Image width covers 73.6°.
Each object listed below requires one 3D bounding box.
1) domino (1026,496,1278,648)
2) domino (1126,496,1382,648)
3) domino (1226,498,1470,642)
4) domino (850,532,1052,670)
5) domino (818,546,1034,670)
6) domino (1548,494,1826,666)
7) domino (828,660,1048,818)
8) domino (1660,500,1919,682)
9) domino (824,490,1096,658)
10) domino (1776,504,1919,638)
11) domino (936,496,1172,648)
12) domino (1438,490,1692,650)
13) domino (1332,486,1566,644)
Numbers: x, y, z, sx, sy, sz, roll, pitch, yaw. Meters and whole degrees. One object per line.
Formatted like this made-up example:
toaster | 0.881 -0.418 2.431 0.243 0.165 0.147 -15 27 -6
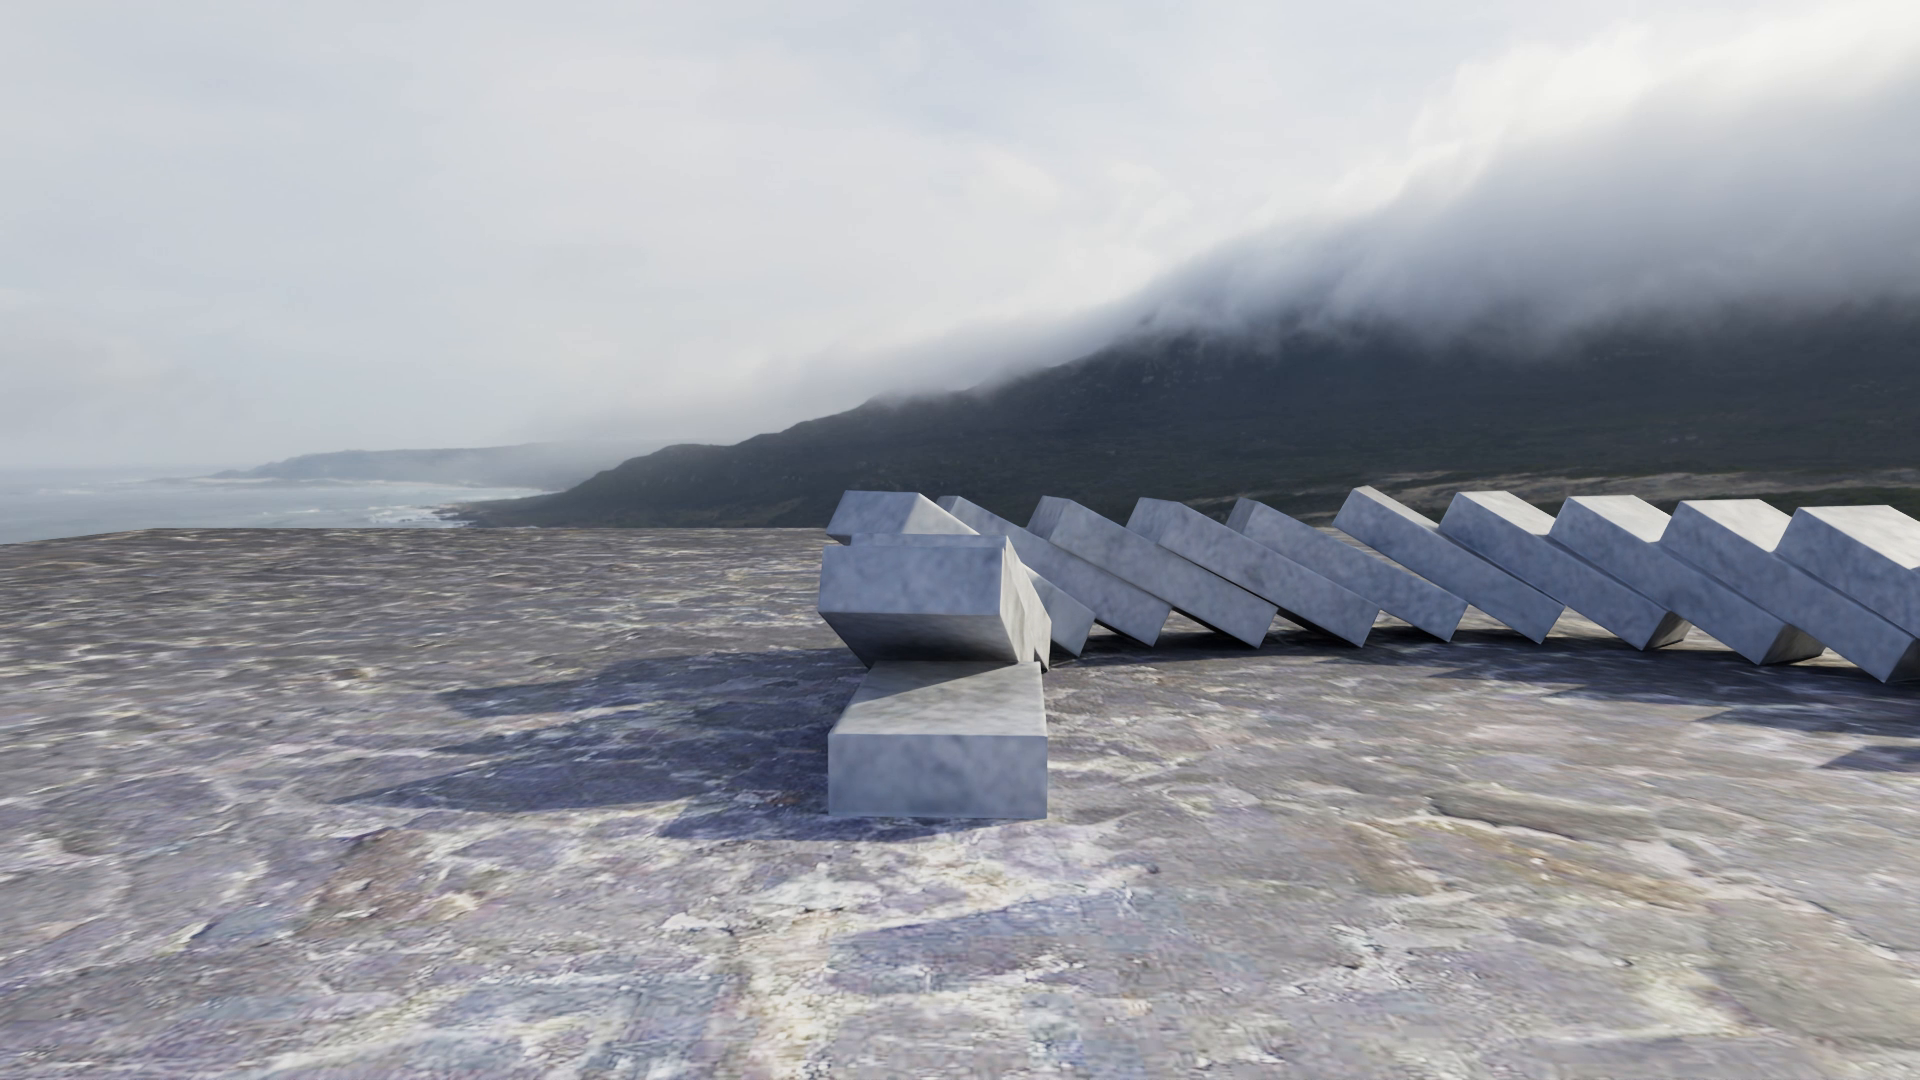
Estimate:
domino | 0.040 0.006 0.273 0.050 0.010 0.025 27 -1 -10
domino | 0.062 0.006 0.276 0.050 0.010 0.025 26 -1 -11
domino | 0.085 0.006 0.288 0.050 0.010 0.025 26 5 1
domino | 0.000 0.012 0.222 0.025 0.009 0.050 1 -19 13
domino | -0.003 0.014 0.197 0.025 0.010 0.050 1 -19 9
domino | 0.153 0.007 0.268 0.025 0.009 0.050 -2 32 -32
domino | -0.001 0.025 0.171 0.025 0.010 0.050 0 4 3
domino | 0.167 0.008 0.250 0.025 0.010 0.050 -2 31 -25
domino | 0.001 0.007 0.252 0.050 0.009 0.025 34 -17 -33
domino | 0.178 0.010 0.230 0.025 0.010 0.050 -2 31 -21
domino | 0.018 0.006 0.271 0.050 0.009 0.025 27 -3 -10
domino | 0.135 0.005 0.284 0.025 0.009 0.050 -3 32 -43
domino | 0.111 0.004 0.291 0.050 0.009 0.025 33 16 19
